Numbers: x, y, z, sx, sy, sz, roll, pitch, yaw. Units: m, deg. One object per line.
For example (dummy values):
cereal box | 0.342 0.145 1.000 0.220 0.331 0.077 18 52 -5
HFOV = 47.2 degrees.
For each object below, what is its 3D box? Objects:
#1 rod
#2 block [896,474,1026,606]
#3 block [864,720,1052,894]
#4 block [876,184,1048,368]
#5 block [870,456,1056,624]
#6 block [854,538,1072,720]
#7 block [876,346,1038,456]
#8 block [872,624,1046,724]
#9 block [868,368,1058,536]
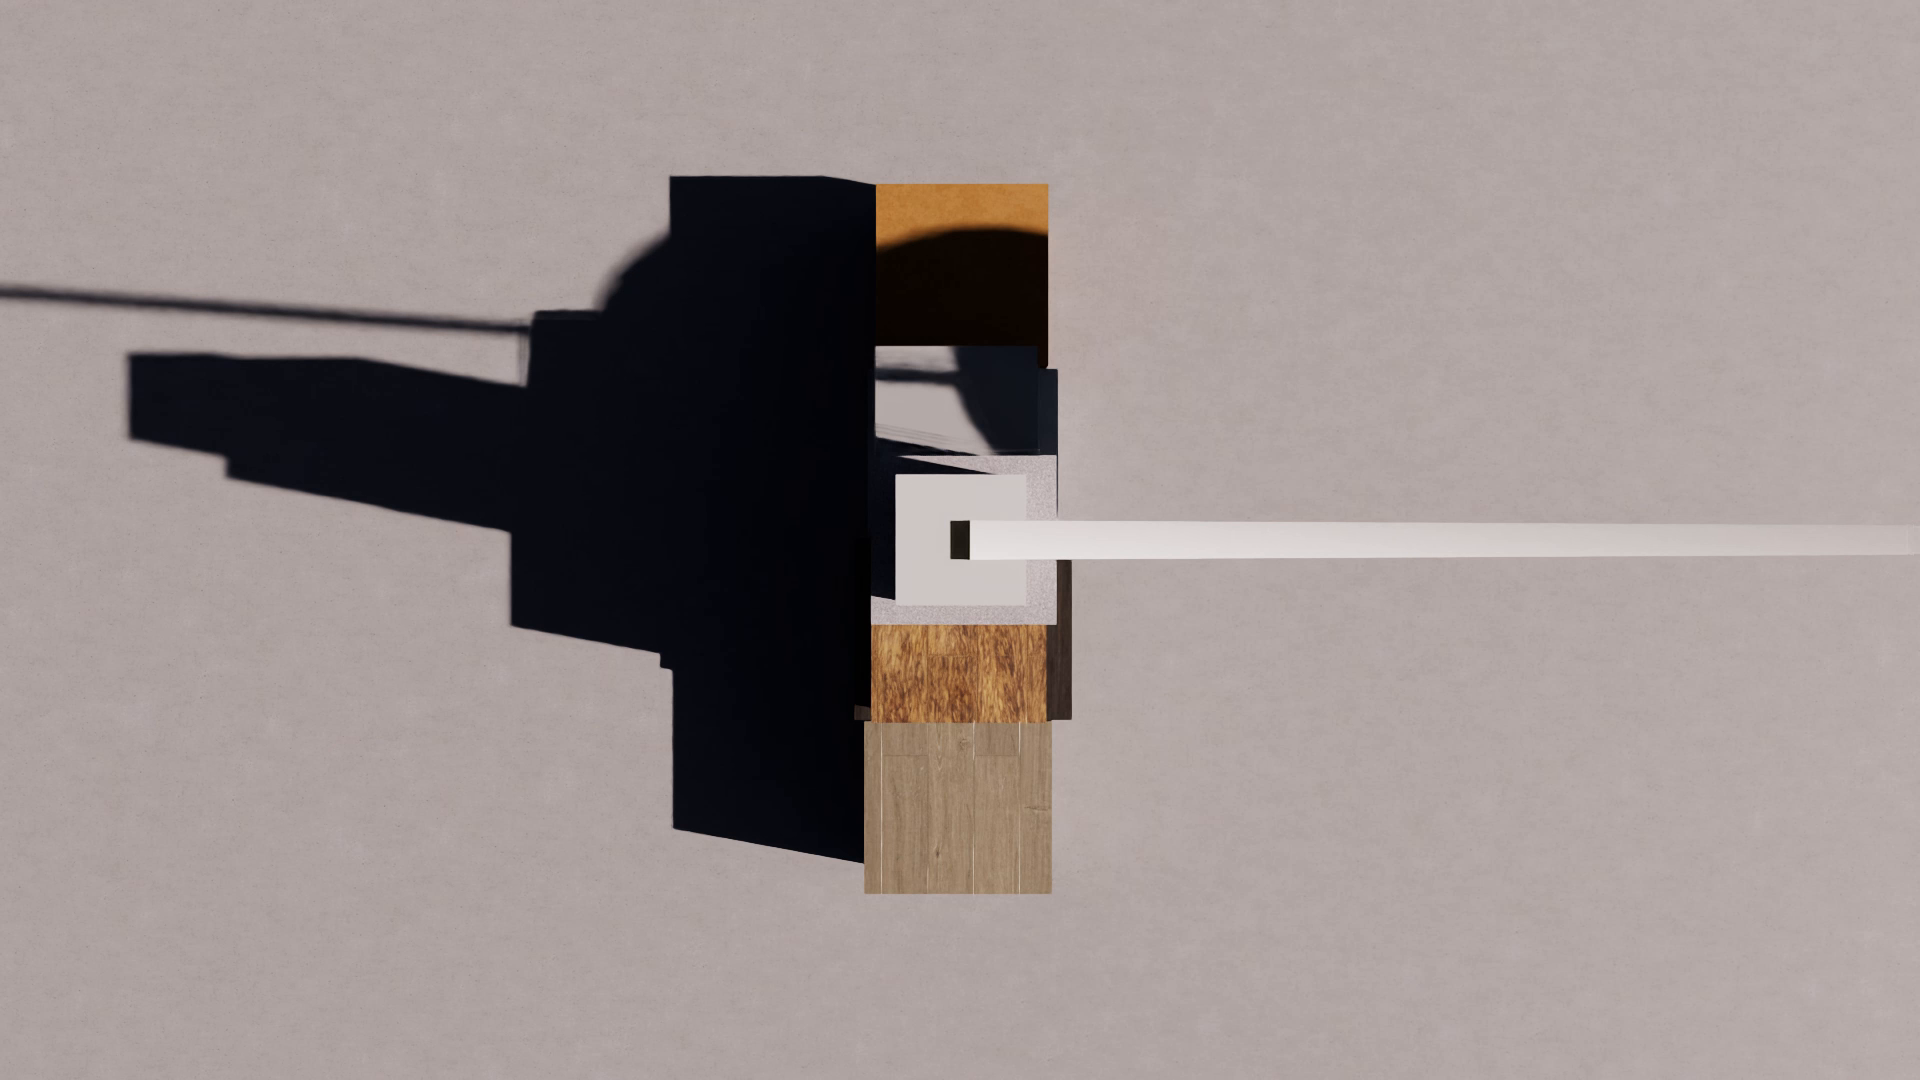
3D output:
rod | 2.234 0.000 5.840 5.200 0.080 0.080 0 90 -31
block | 0.003 -0.001 9.161 0.525 0.623 0.527 0 90 0
block | -0.010 1.454 12.474 1.020 1.051 0.937 0 90 0
block | 0.012 -1.435 12.436 0.930 1.128 0.977 0 90 0
block | 0.016 0.000 9.882 0.799 0.819 0.729 0 90 0
block | 0.018 0.484 12.464 1.179 1.072 0.984 0 90 0
block | -0.019 -0.490 11.533 0.818 0.874 0.909 0 85 0
block | -0.006 0.460 11.477 0.879 0.902 0.914 0 90 0
block | 0.015 -0.477 12.514 1.043 0.972 0.918 0 90 0
